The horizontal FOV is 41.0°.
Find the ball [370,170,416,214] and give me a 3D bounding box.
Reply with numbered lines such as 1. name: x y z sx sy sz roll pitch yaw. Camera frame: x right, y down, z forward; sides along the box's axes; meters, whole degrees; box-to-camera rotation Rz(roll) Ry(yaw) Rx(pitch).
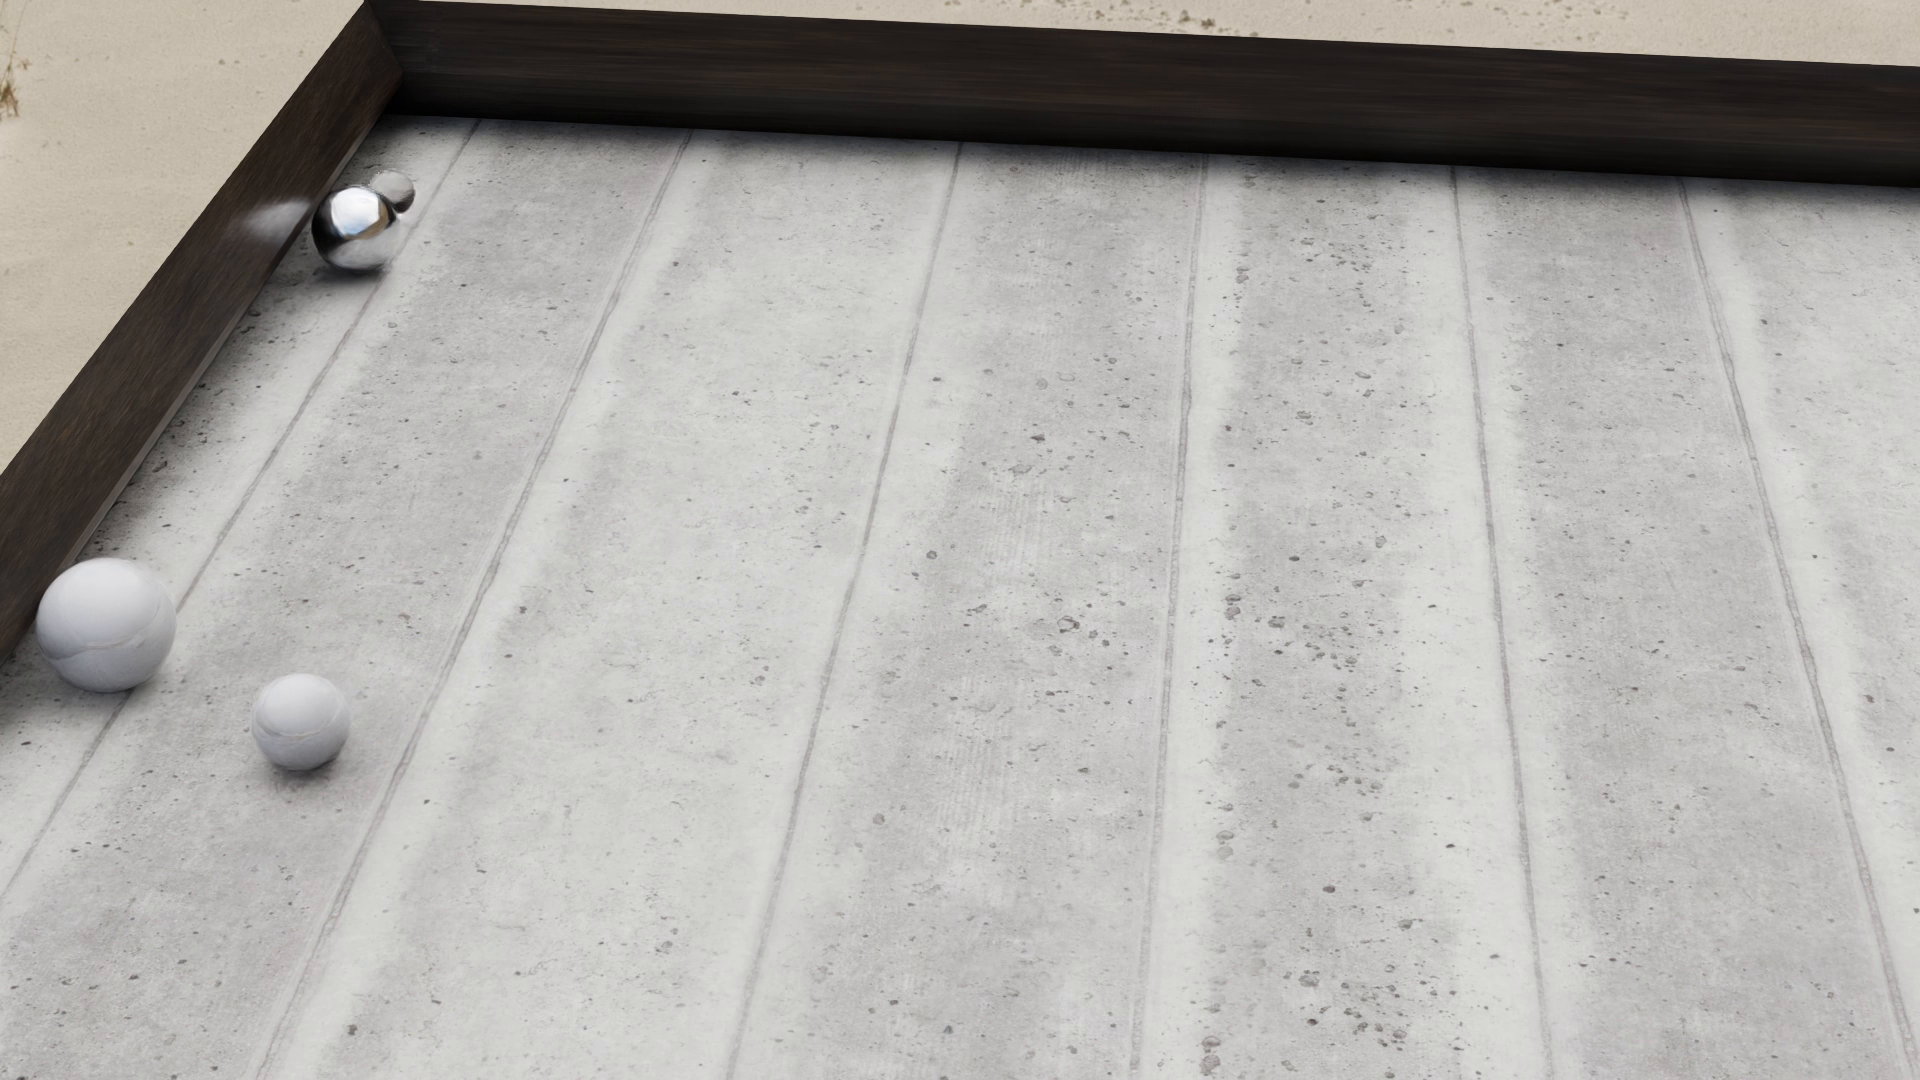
1. ball: -0.549 -0.336 2.482 0.043 0.043 0.043 0 35 0

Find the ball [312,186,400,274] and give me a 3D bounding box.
1. ball: -0.560 -0.288 2.380 0.080 0.080 0.080 0 35 0

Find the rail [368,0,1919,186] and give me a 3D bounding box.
1. rail: 0.771 -0.400 2.501 2.775 0.126 0.045 4 35 5

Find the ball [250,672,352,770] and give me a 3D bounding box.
1. ball: -0.459 0.126 1.789 0.068 0.068 0.068 0 35 0

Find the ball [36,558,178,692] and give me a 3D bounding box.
1. ball: -0.617 0.061 1.857 0.097 0.097 0.097 0 35 0

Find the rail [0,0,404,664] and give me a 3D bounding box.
1. rail: -0.666 -0.066 2.015 0.045 0.126 1.536 4 35 5
